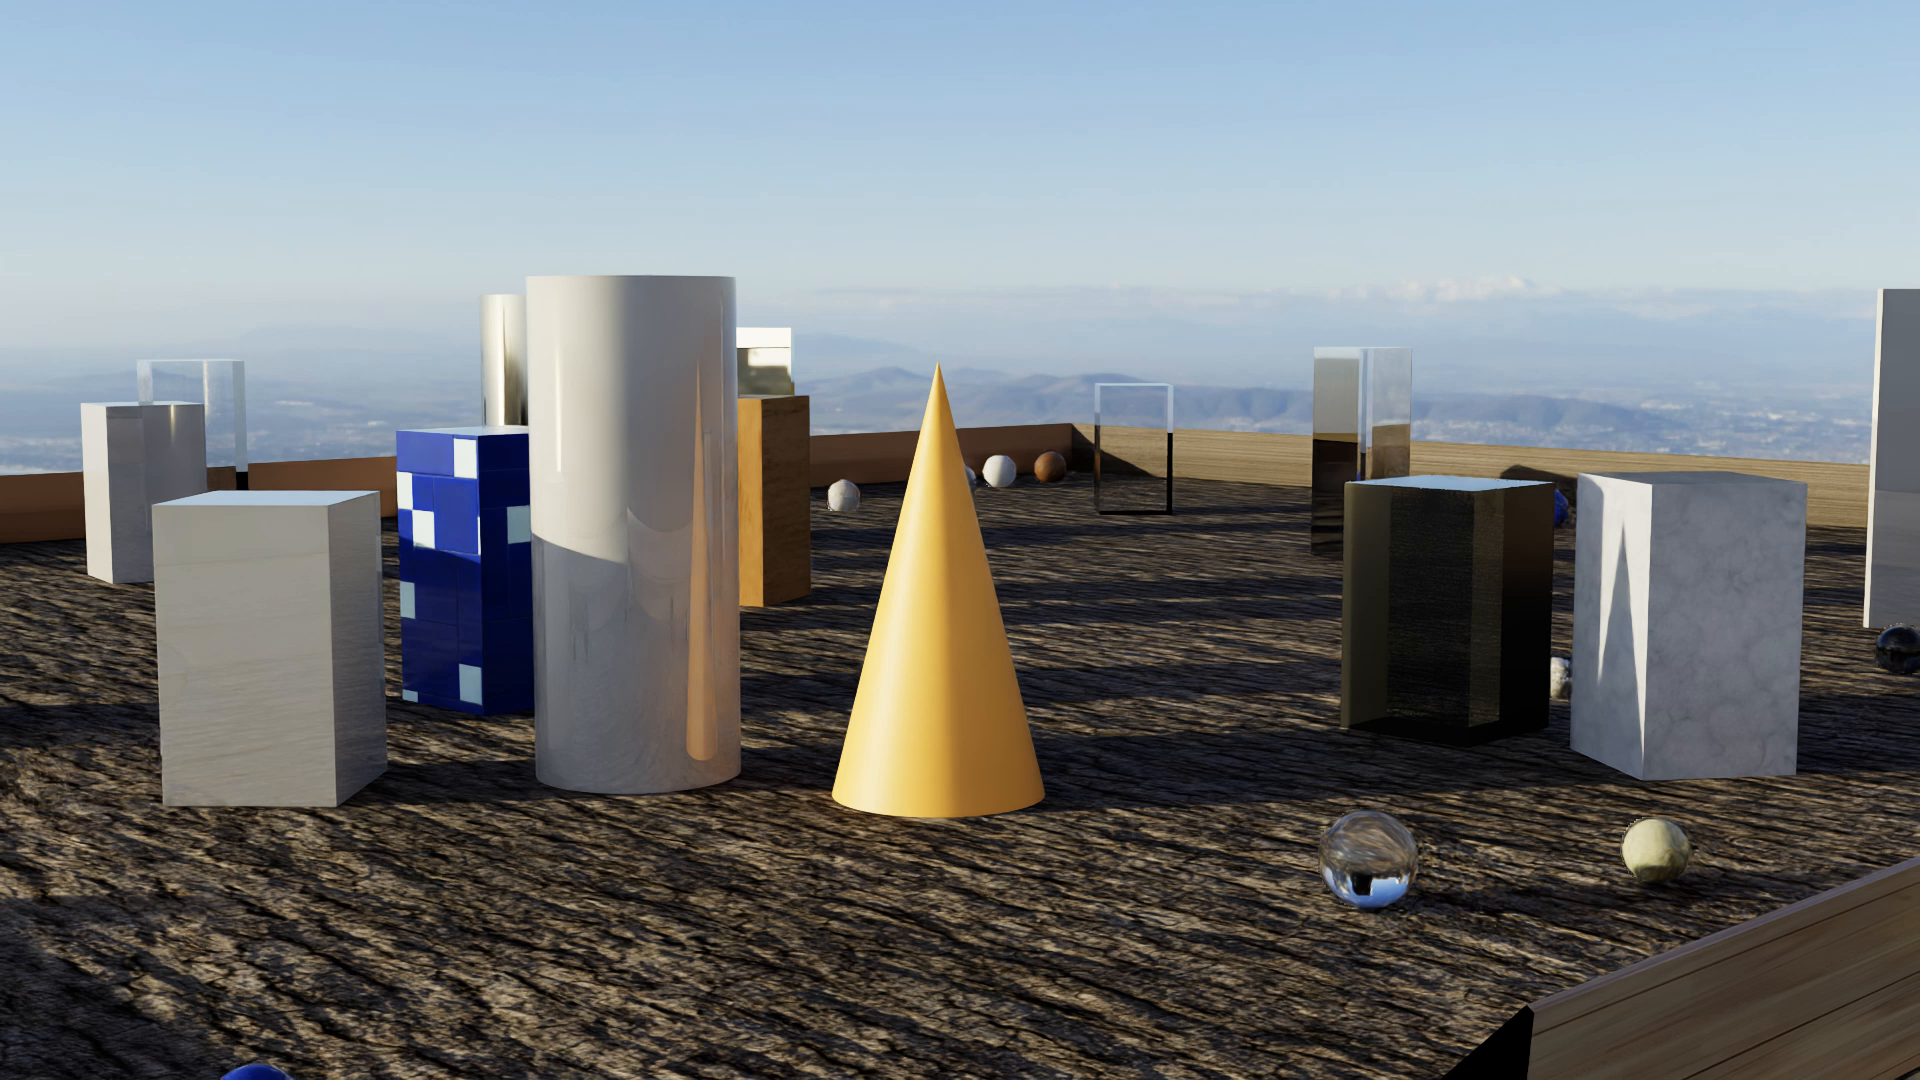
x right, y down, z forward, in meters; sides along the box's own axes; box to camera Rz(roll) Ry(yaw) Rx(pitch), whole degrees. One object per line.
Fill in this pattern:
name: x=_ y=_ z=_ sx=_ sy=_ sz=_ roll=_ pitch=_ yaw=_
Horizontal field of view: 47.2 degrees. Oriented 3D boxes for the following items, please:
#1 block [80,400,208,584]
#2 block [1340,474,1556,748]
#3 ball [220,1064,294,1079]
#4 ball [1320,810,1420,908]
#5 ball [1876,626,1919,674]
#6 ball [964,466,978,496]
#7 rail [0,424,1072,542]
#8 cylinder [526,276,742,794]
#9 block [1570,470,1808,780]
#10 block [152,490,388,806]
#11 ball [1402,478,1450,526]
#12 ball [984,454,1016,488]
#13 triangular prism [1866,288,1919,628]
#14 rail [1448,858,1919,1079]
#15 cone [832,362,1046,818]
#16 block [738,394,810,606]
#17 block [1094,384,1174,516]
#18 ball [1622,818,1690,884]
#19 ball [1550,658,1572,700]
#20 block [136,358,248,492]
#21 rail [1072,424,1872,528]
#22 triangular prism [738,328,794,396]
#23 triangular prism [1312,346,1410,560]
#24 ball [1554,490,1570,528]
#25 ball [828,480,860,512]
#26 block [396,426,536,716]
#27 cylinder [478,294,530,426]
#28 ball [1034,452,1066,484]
block: x=-1.365 y=-0.084 z=3.685 sx=0.158 sy=0.290 sz=0.158 roll=-4 pitch=7 yaw=-35
block: x=0.519 y=0.070 z=2.342 sx=0.158 sy=0.263 sz=0.158 roll=6 pitch=8 yaw=45
ball: x=-0.369 y=0.301 z=1.151 sx=0.052 sy=0.052 sz=0.052 roll=0 pitch=6 yaw=0
ball: x=0.306 y=0.238 z=1.642 sx=0.073 sy=0.073 sz=0.073 roll=0 pitch=6 yaw=0
ball: x=1.155 y=0.135 z=2.697 sx=0.059 sy=0.059 sz=0.059 roll=0 pitch=6 yaw=0
ball: x=-0.003 y=-0.131 z=5.120 sx=0.087 sy=0.087 sz=0.087 roll=0 pitch=6 yaw=0
rail: x=-1.269 y=-0.109 z=4.700 sx=4.352 sy=0.128 sz=0.045 roll=-5 pitch=8 yaw=-42
cylinder: x=-0.311 y=-0.012 z=2.105 sx=0.197 sy=0.476 sz=0.197 roll=0 pitch=6 yaw=0
block: x=0.713 y=0.079 z=2.165 sx=0.158 sy=0.282 sz=0.158 roll=-1 pitch=6 yaw=-9
block: x=-0.637 y=0.096 z=2.046 sx=0.158 sy=0.272 sz=0.158 roll=0 pitch=6 yaw=2
ball: x=0.961 y=-0.077 z=4.538 sx=0.099 sy=0.099 sz=0.099 roll=0 pitch=6 yaw=0
ball: x=0.100 y=-0.173 z=5.528 sx=0.085 sy=0.085 sz=0.085 roll=0 pitch=6 yaw=0
triangular prism: x=1.376 y=-0.118 z=3.128 sx=0.171 sy=0.474 sz=0.148 roll=1 pitch=6 yaw=13
rail: x=1.269 y=0.176 z=1.964 sx=4.352 sy=0.128 sz=0.045 roll=-5 pitch=8 yaw=-42
cone: x=-0.020 y=0.035 z=2.014 sx=0.197 sy=0.400 sz=0.197 roll=0 pitch=6 yaw=0
block: x=-0.338 y=-0.065 z=3.400 sx=0.158 sy=0.313 sz=0.158 roll=3 pitch=6 yaw=23
block: x=0.383 y=-0.203 z=4.865 sx=0.158 sy=0.282 sz=0.158 roll=0 pitch=6 yaw=-1
ball: x=0.543 y=0.242 z=1.714 sx=0.051 sy=0.051 sz=0.051 roll=0 pitch=6 yaw=0
ball: x=0.686 y=0.159 z=2.528 sx=0.048 sy=0.048 sz=0.048 roll=0 pitch=6 yaw=0
block: x=-1.394 y=-0.149 z=3.999 sx=0.158 sy=0.355 sz=0.158 roll=-3 pitch=7 yaw=-29
rail: x=1.582 y=-0.118 z=4.783 sx=0.045 sy=0.128 sz=3.791 roll=-5 pitch=8 yaw=-42
triangular prism: x=-0.398 y=-0.215 z=4.364 sx=0.171 sy=0.411 sz=0.148 roll=1 pitch=6 yaw=8
triangular prism: x=0.703 y=-0.157 z=3.957 sx=0.148 sy=0.379 sz=0.171 roll=4 pitch=7 yaw=35
ball: x=1.201 y=-0.064 z=4.491 sx=0.084 sy=0.084 sz=0.084 roll=0 pitch=6 yaw=0
ball: x=-0.256 y=-0.096 z=4.847 sx=0.073 sy=0.073 sz=0.073 roll=0 pitch=6 yaw=0
block: x=-0.528 y=0.029 z=2.515 sx=0.158 sy=0.309 sz=0.158 roll=5 pitch=8 yaw=42
cylinder: x=-0.571 y=-0.111 z=3.095 sx=0.197 sy=0.466 sz=0.197 roll=0 pitch=6 yaw=0
ball: x=0.233 y=-0.186 z=5.661 sx=0.083 sy=0.083 sz=0.083 roll=0 pitch=6 yaw=0
